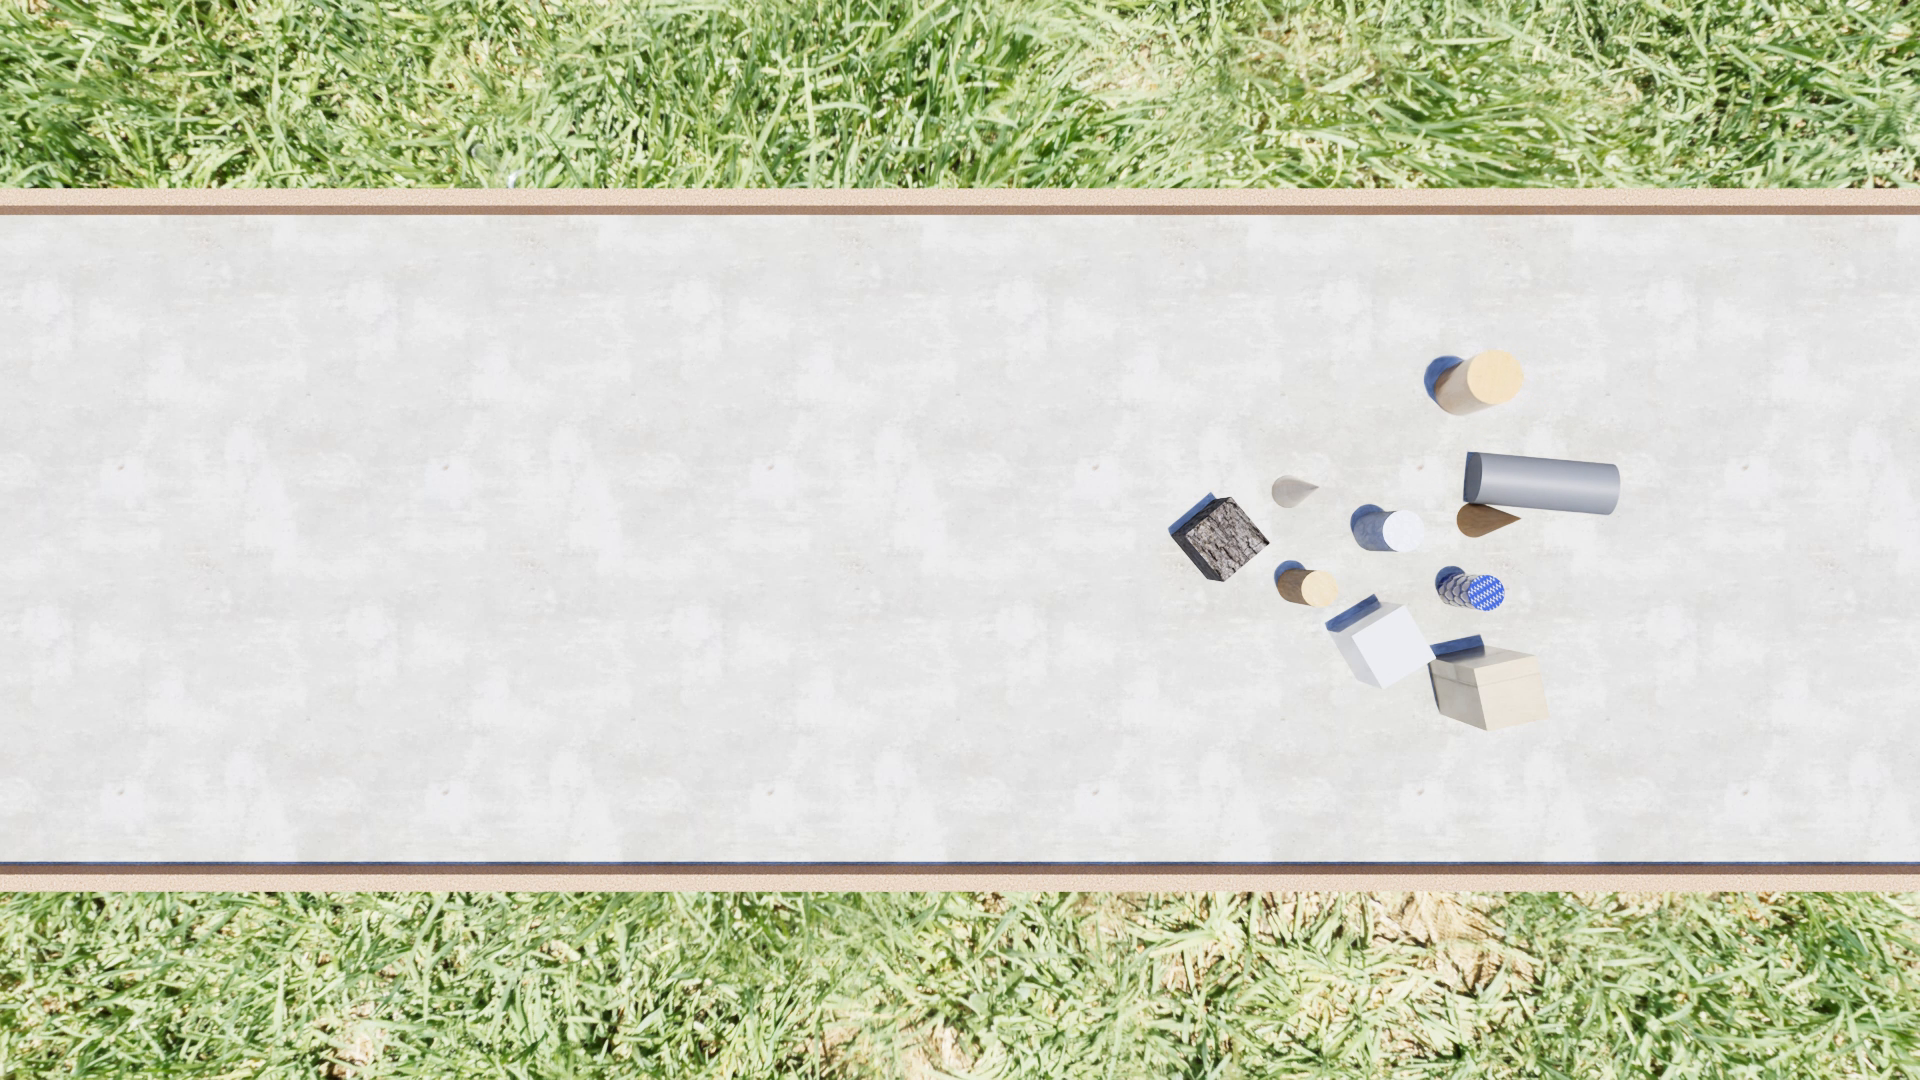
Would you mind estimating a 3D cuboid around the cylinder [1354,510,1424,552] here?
[{"bbox_3d":[1.271,-0.025,4.899,0.120,0.356,0.120,0,90,0],"label":"cylinder"}]

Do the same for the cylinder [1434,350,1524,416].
[{"bbox_3d":[1.527,-0.462,4.871,0.156,0.403,0.156,0,90,3],"label":"cylinder"}]

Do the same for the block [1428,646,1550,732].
[{"bbox_3d":[1.546,0.429,4.847,0.179,0.459,0.179,-12,90,0],"label":"block"}]

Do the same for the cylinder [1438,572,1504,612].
[{"bbox_3d":[1.522,0.153,4.921,0.104,0.310,0.104,0,90,0],"label":"cylinder"}]

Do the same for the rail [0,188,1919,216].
[{"bbox_3d":[-2.247,-1.025,5.002,12.000,0.150,0.050,0,90,0],"label":"rail"}]

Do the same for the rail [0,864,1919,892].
[{"bbox_3d":[-2.247,1.025,5.001,12.000,0.150,0.050,0,90,0],"label":"rail"}]

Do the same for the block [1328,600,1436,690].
[{"bbox_3d":[1.253,0.309,4.920,0.179,0.313,0.179,-31,90,0],"label":"block"}]

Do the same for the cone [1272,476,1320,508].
[{"bbox_3d":[1.010,-0.149,4.851,0.102,0.451,0.102,0,90,0],"label":"cone"}]

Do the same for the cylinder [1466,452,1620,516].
[{"bbox_3d":[1.763,-0.171,4.998,0.414,0.157,0.157,5,90,0],"label":"cylinder"}]

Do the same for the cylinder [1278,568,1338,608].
[{"bbox_3d":[1.029,0.140,4.895,0.105,0.364,0.105,0,90,0],"label":"cylinder"}]

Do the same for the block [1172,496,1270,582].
[{"bbox_3d":[0.771,-0.002,4.913,0.175,0.326,0.175,-40,90,0],"label":"block"}]

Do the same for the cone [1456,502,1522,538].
[{"bbox_3d":[1.583,-0.061,4.855,0.111,0.442,0.111,0,90,0],"label":"cone"}]
